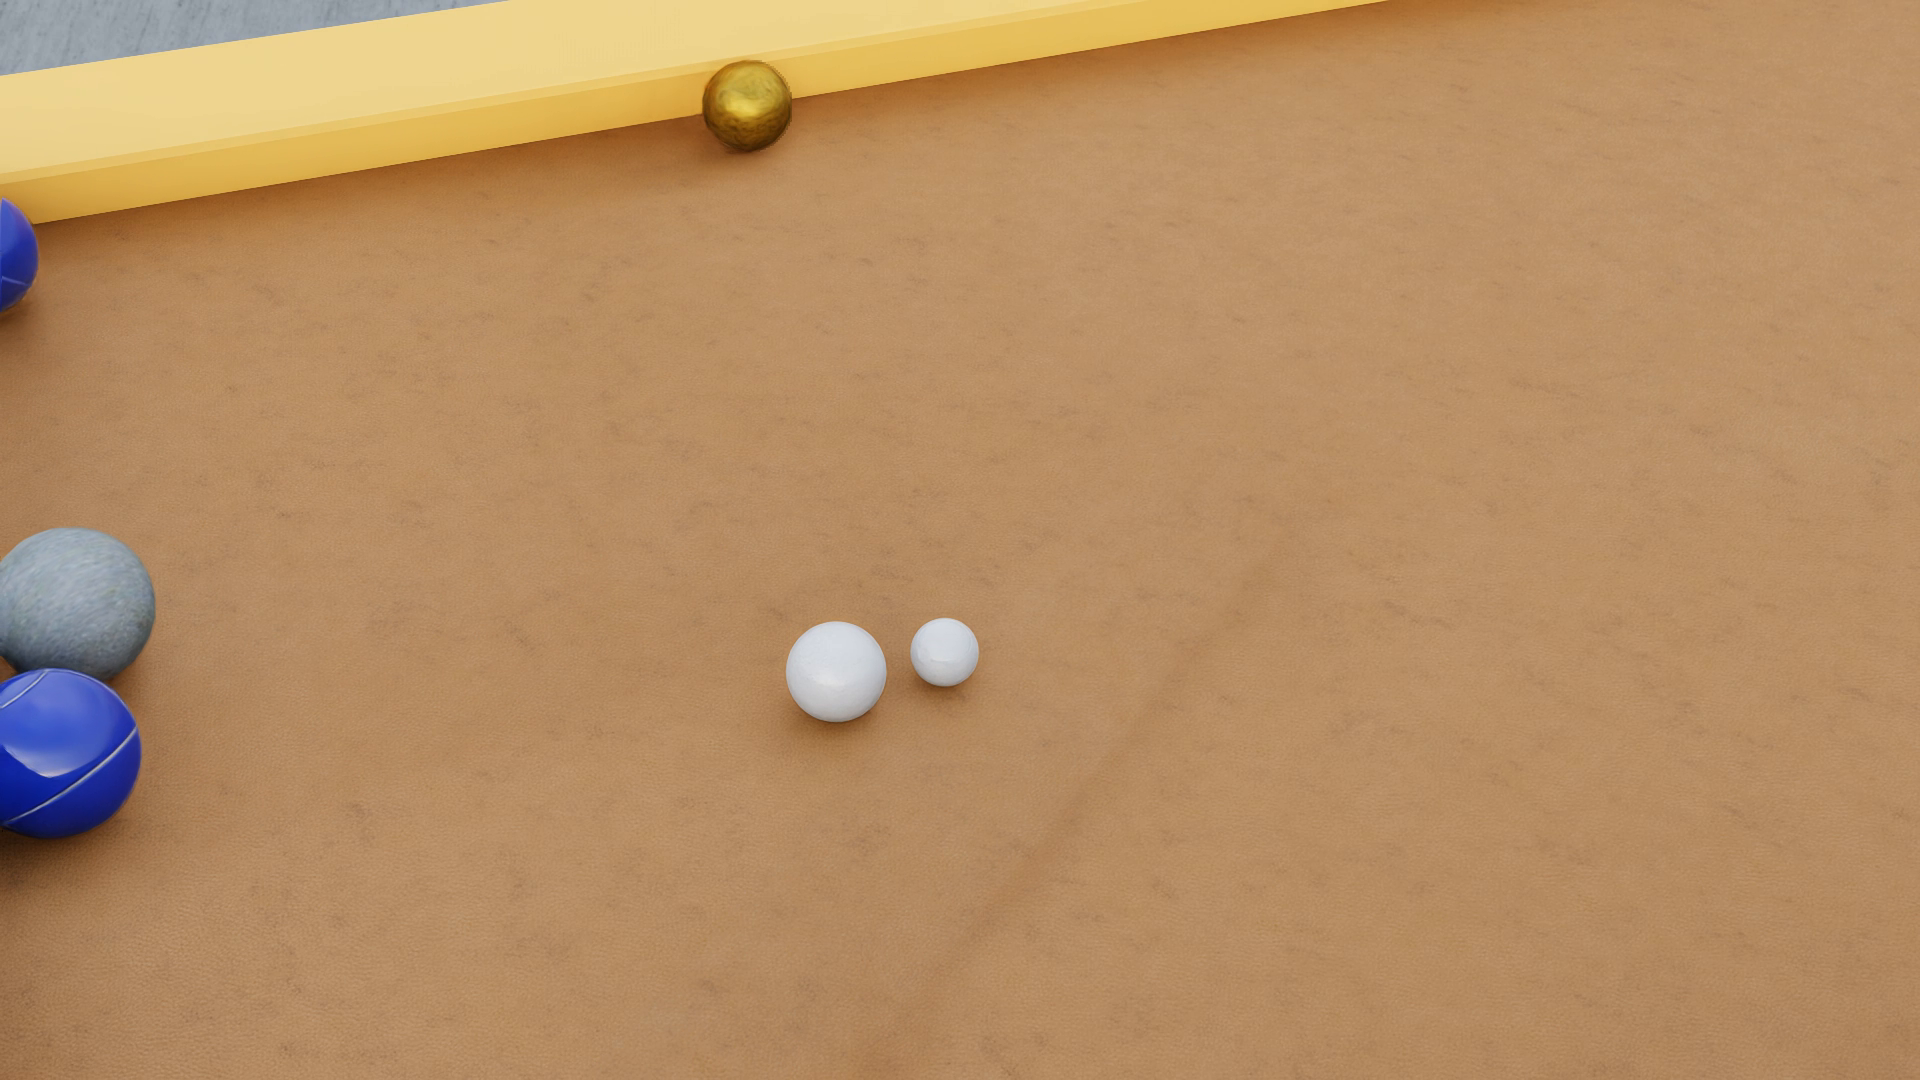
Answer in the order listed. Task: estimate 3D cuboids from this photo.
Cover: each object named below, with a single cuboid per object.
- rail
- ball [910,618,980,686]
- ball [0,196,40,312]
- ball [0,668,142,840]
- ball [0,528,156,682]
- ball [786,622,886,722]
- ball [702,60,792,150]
[{"bbox_3d":[0.332,-0.517,2.265,2.503,0.122,0.045,-13,37,-17],"label":"rail"},{"bbox_3d":[-0.009,0.066,1.505,0.040,0.040,0.040,0,35,0],"label":"ball"},{"bbox_3d":[-0.712,-0.206,1.849,0.092,0.092,0.092,0,35,0],"label":"ball"},{"bbox_3d":[-0.492,0.115,1.388,0.093,0.093,0.093,0,35,0],"label":"ball"},{"bbox_3d":[-0.518,0.039,1.496,0.094,0.094,0.094,0,35,0],"label":"ball"},{"bbox_3d":[-0.071,0.076,1.475,0.058,0.058,0.058,0,35,0],"label":"ball"},{"bbox_3d":[-0.172,-0.351,2.075,0.072,0.072,0.072,0,35,0],"label":"ball"}]
